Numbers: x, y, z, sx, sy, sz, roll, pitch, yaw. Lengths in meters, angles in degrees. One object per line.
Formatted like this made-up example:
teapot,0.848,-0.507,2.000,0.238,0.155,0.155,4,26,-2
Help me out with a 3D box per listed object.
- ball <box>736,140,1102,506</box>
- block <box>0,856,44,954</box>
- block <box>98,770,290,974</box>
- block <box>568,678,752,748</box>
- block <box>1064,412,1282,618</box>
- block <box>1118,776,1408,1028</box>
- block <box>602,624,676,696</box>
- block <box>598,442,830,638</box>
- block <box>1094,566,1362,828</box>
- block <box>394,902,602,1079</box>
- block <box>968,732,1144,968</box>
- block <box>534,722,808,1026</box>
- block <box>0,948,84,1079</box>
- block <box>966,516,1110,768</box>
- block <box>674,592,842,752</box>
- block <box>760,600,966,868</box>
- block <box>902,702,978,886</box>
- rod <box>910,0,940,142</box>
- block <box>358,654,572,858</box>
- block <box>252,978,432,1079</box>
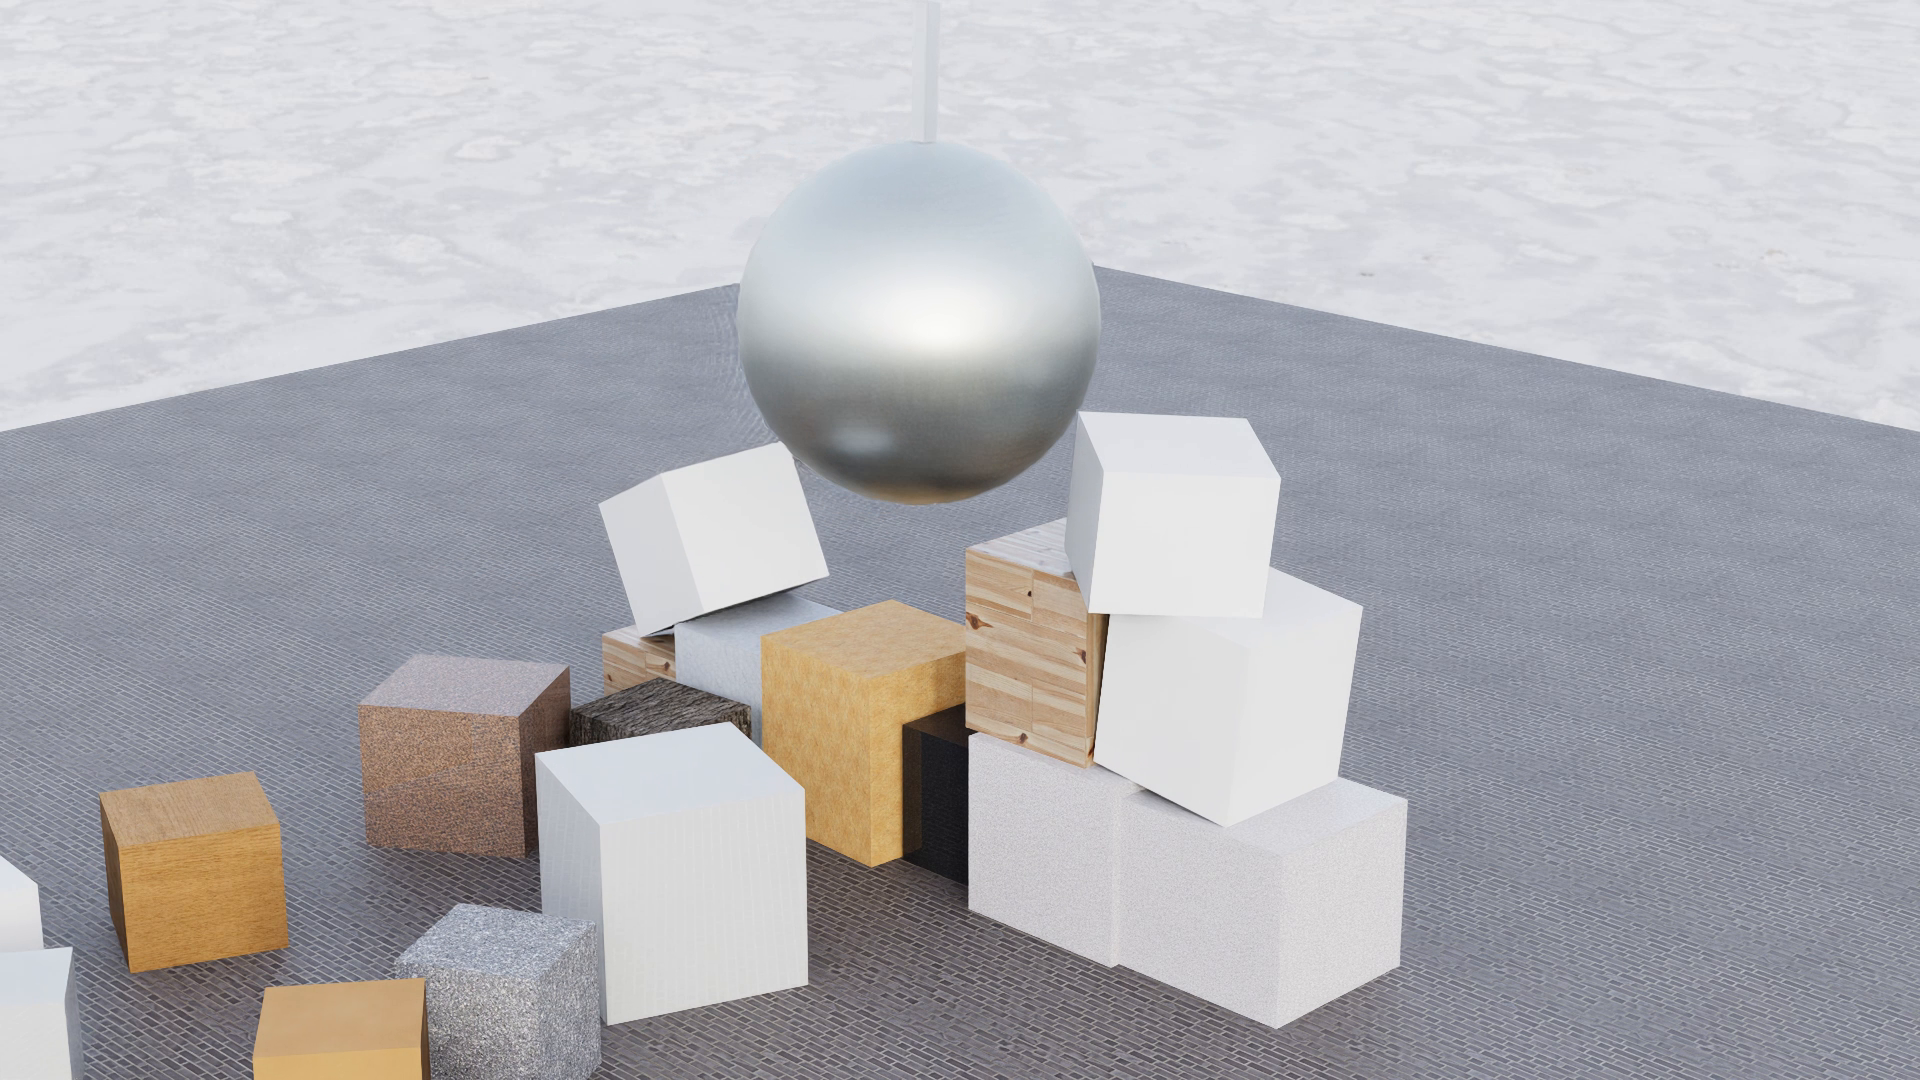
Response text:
ball,-0.180,-0.952,12.854,1.600,1.600,1.600,0,17,0
block,-4.222,1.679,12.003,0.718,0.599,0.631,-14,22,-37
block,-3.346,1.439,12.795,0.672,0.583,0.647,-7,19,-22
block,-1.428,1.064,14.034,0.623,0.555,0.598,14,22,38
block,0.868,-0.109,12.168,0.722,0.617,0.692,2,22,-8
block,1.281,1.454,12.441,0.863,0.765,0.835,17,24,42
block,-1.373,0.746,15.026,0.661,0.568,0.613,-17,24,-42
block,-1.242,-0.002,14.739,0.720,0.710,0.787,-17,-2,-31
block,1.124,0.610,12.362,0.740,0.810,0.741,25,29,39
block,-1.794,1.845,11.443,0.592,0.617,0.551,5,18,16
block,0.664,1.246,13.001,0.852,0.828,0.917,17,24,42
block,-1.226,1.393,12.433,0.888,0.888,0.862,-8,19,-24
block,-3.697,1.937,11.300,0.549,0.529,0.485,-4,18,-12
block,0.565,0.417,12.875,0.709,0.829,0.821,16,24,42
block,-0.892,0.790,14.527,0.718,0.781,0.733,-17,24,-42
block,-0.371,0.901,13.939,0.813,0.923,0.799,-15,23,-39
block,0.146,1.168,13.505,0.593,0.674,0.563,17,24,42
rod,-0.078,-4.223,11.933,0.080,5.200,0.080,17,22,42
block,-2.333,1.017,13.932,0.785,0.706,0.711,4,18,11
block,-2.254,2.042,10.778,0.585,0.641,0.566,-2,18,-8
